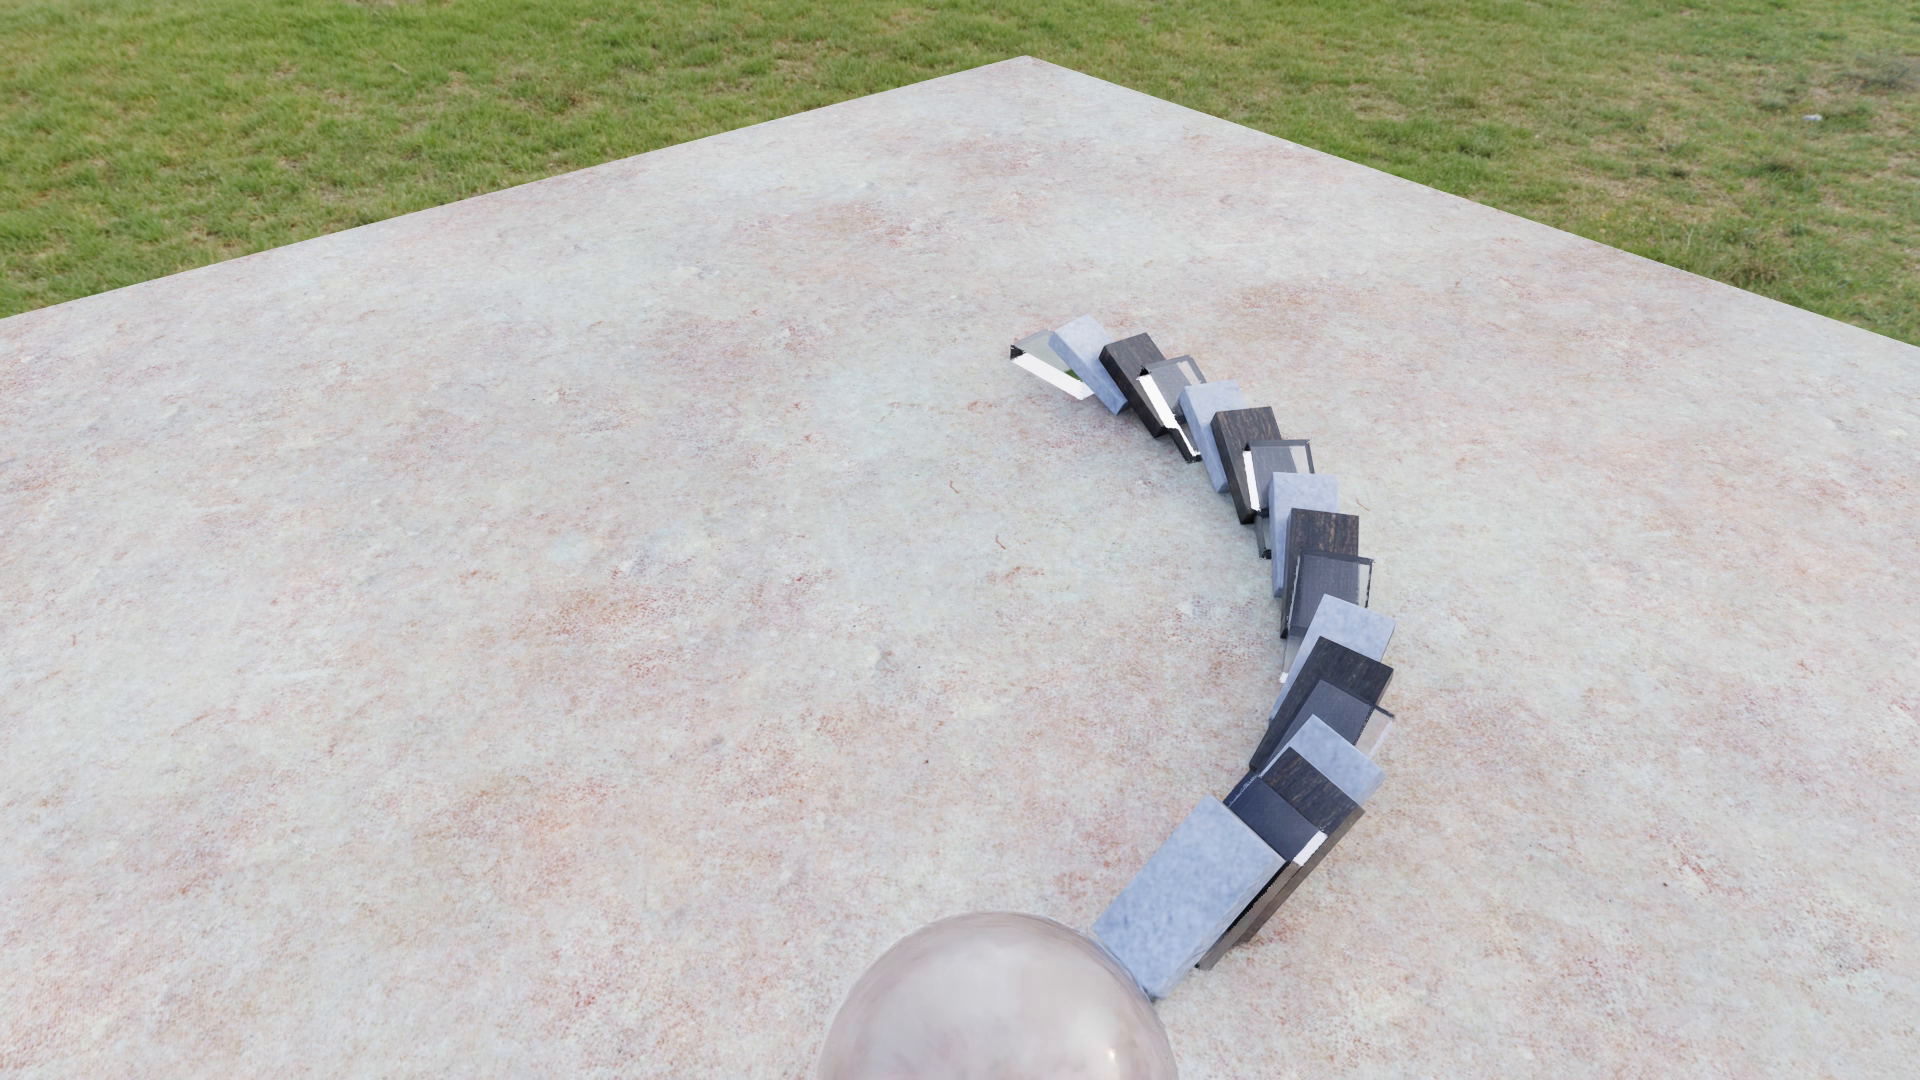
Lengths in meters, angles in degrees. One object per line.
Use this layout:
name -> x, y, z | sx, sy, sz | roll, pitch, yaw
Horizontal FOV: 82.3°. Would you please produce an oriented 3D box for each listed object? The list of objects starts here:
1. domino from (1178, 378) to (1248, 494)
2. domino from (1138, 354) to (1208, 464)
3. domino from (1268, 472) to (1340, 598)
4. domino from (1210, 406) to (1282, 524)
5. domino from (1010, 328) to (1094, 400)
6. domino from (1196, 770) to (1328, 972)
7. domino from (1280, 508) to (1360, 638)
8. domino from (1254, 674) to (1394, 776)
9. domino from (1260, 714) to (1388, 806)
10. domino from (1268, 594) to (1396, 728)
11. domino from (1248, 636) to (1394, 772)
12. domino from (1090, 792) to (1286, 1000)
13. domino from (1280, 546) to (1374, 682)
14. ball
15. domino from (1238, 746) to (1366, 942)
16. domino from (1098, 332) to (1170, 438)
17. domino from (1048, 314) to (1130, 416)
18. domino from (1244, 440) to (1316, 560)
domino -> 0.117, -0.046, 0.485 | 0.025, 0.010, 0.050 | -10, 64, -12
domino -> 0.105, -0.060, 0.502 | 0.025, 0.010, 0.050 | -16, 65, -19
domino -> 0.135, -0.002, 0.430 | 0.025, 0.009, 0.050 | 3, 64, 4
domino -> 0.126, -0.032, 0.467 | 0.025, 0.010, 0.050 | -6, 64, -8
domino -> 0.052, -0.089, 0.552 | 0.025, 0.010, 0.050 | -29, 47, -31
domino -> 0.076, 0.092, 0.308 | 0.050, 0.009, 0.025 | -50, 51, 2
domino -> 0.135, 0.014, 0.411 | 0.025, 0.010, 0.050 | 7, 65, 9
domino -> 0.109, 0.069, 0.339 | 0.025, 0.009, 0.050 | 31, 81, 32
domino -> 0.099, 0.079, 0.324 | 0.050, 0.009, 0.025 | -50, 51, 2
domino -> 0.126, 0.045, 0.373 | 0.025, 0.009, 0.050 | 21, 68, 24
domino -> 0.117, 0.058, 0.356 | 0.025, 0.010, 0.050 | 26, 72, 28
domino -> 0.062, 0.097, 0.302 | 0.050, 0.010, 0.025 | -50, 51, 2
domino -> 0.131, 0.029, 0.393 | 0.025, 0.009, 0.050 | 11, 65, 13
ball -> 0.008, 0.122, 0.239 | 0.080, 0.080, 0.080 | 0, 39, 0
domino -> 0.088, 0.087, 0.315 | 0.050, 0.009, 0.025 | -49, 51, 3
domino -> 0.090, -0.073, 0.518 | 0.025, 0.010, 0.050 | -21, 67, -23
domino -> 0.069, -0.085, 0.532 | 0.025, 0.010, 0.050 | -31, 73, -31
domino -> 0.132, -0.017, 0.448 | 0.025, 0.010, 0.050 | -1, 64, -1
